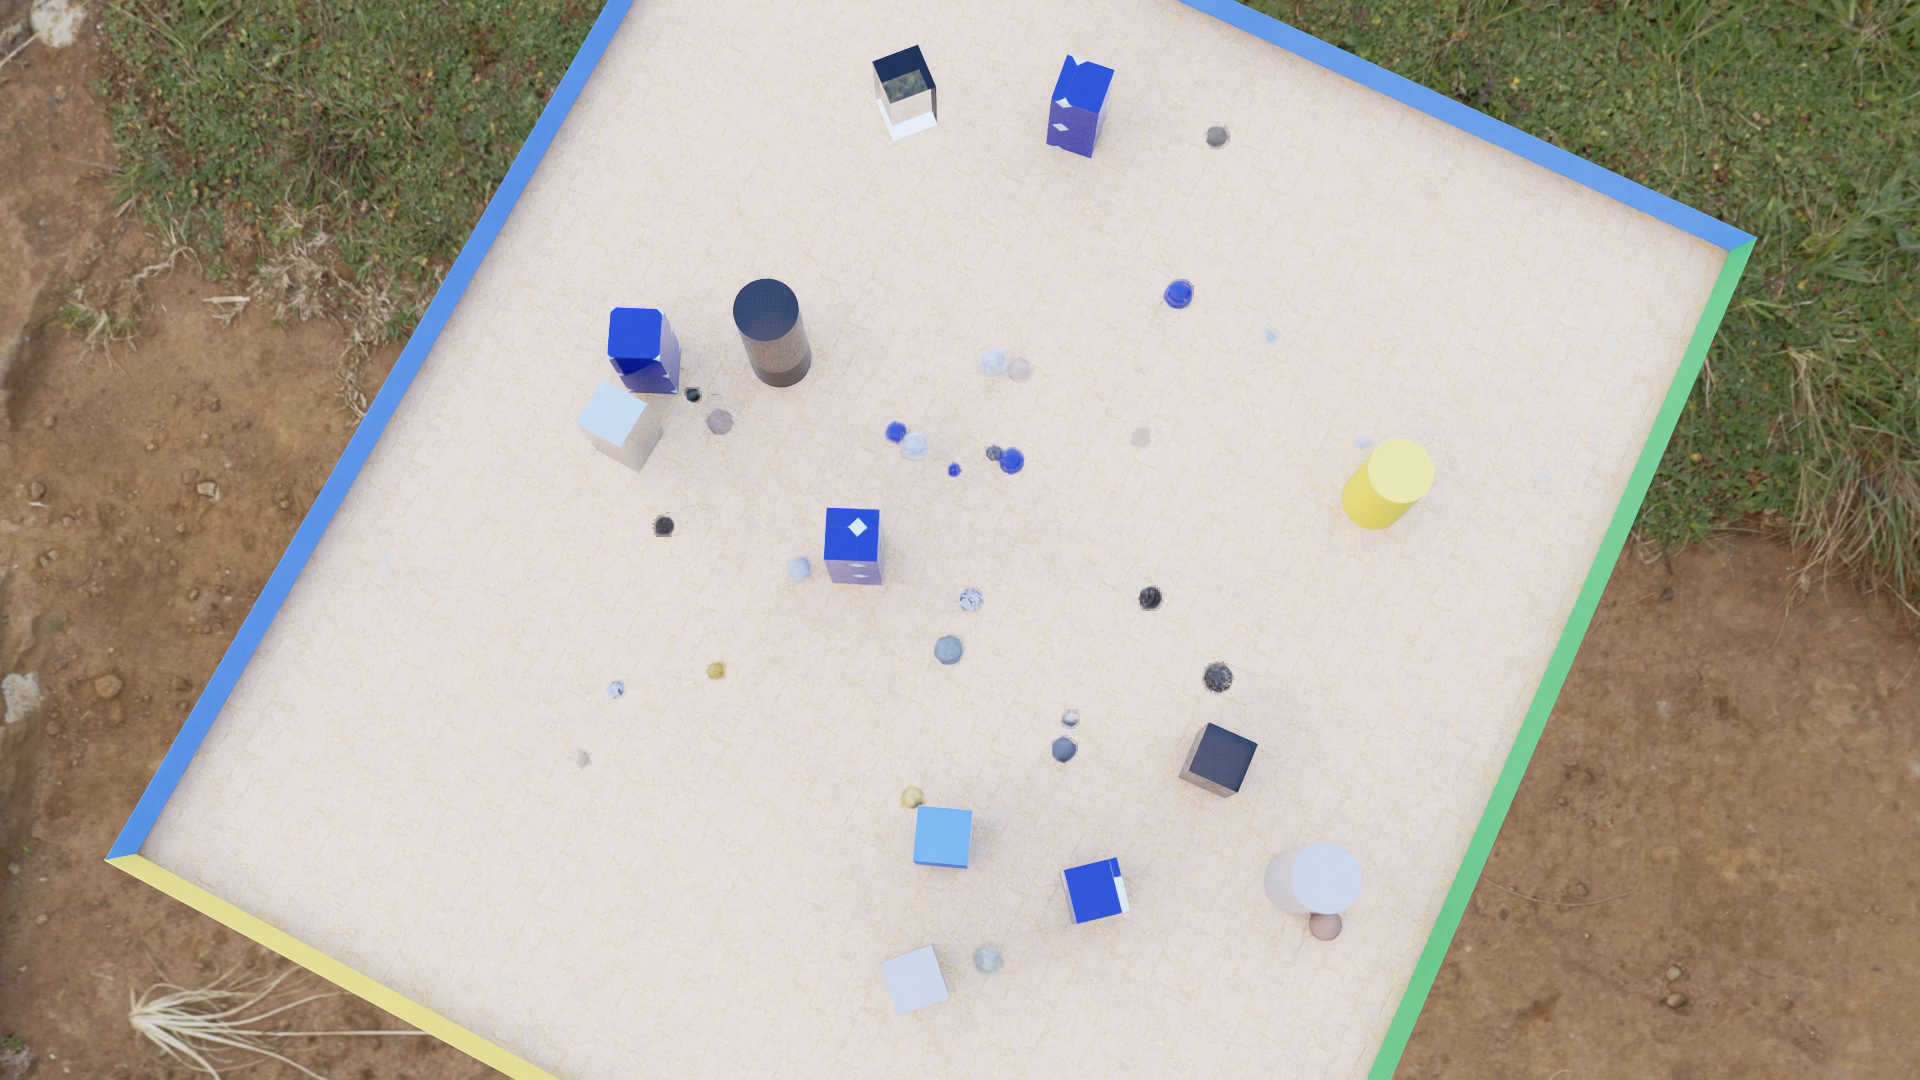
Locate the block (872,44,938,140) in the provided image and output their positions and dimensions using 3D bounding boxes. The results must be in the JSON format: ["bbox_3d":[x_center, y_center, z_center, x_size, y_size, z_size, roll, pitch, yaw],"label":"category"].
[{"bbox_3d":[-0.172,-1.405,5.768,0.152,0.272,0.152,-21,79,-4],"label":"block"}]

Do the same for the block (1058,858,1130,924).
[{"bbox_3d":[0.383,1.009,5.264,0.152,0.282,0.152,-13,79,-3],"label":"block"}]

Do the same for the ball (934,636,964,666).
[{"bbox_3d":[-0.035,0.331,5.503,0.089,0.089,0.089,0,78,0],"label":"ball"}]

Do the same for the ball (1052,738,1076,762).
[{"bbox_3d":[0.308,0.624,5.450,0.074,0.074,0.074,0,78,0],"label":"ball"}]

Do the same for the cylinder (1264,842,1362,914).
[{"bbox_3d":[0.993,0.962,5.184,0.191,0.458,0.191,0,78,0],"label":"cylinder"}]

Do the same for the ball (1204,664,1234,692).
[{"bbox_3d":[0.775,0.413,5.487,0.086,0.086,0.086,0,78,0],"label":"ball"}]

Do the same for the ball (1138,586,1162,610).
[{"bbox_3d":[0.575,0.176,5.545,0.068,0.068,0.068,0,78,0],"label":"ball"}]

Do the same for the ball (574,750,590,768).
[{"bbox_3d":[-1.124,0.652,5.457,0.048,0.048,0.048,0,78,0],"label":"ball"}]

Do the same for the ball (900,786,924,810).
[{"bbox_3d":[-0.140,0.763,5.423,0.070,0.070,0.070,0,78,0],"label":"ball"}]

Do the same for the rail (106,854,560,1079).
[{"bbox_3d":[-0.865,1.701,5.200,3.574,0.124,0.045,26,80,5],"label":"rail"}]

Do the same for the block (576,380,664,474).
[{"bbox_3d":[-1.021,-0.339,5.525,0.152,0.317,0.152,29,80,6],"label":"block"}]

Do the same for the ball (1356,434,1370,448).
[{"bbox_3d":[1.245,-0.304,5.659,0.041,0.041,0.041,0,78,0],"label":"ball"}]

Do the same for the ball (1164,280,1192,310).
[{"bbox_3d":[0.683,-0.767,5.729,0.090,0.090,0.090,0,78,0],"label":"ball"}]

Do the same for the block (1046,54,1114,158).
[{"bbox_3d":[0.373,-1.350,5.726,0.152,0.333,0.152,19,79,4],"label":"block"}]

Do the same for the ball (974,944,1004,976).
[{"bbox_3d":[0.084,1.219,5.320,0.087,0.087,0.087,0,78,0],"label":"ball"}]

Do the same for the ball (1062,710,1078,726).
[{"bbox_3d":[0.330,0.533,5.481,0.049,0.049,0.049,0,78,0],"label":"ball"}]

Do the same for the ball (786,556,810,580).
[{"bbox_3d":[-0.490,0.086,5.560,0.075,0.075,0.075,0,78,0],"label":"ball"}]

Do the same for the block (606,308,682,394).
[{"bbox_3d":[-0.952,-0.569,5.545,0.152,0.371,0.152,2,78,0],"label":"block"}]

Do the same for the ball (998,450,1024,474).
[{"bbox_3d":[0.158,-0.240,5.626,0.078,0.078,0.078,0,78,0],"label":"ball"}]

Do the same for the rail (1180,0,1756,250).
[{"bbox_3d":[0.865,-1.688,5.901,3.574,0.124,0.045,26,80,5],"label":"rail"}]

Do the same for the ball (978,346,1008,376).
[{"bbox_3d":[0.103,-0.553,5.683,0.093,0.093,0.093,0,78,0],"label":"ball"}]

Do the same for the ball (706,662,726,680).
[{"bbox_3d":[-0.734,0.394,5.507,0.055,0.055,0.055,0,78,0],"label":"ball"}]

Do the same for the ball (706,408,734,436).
[{"bbox_3d":[-0.740,-0.364,5.650,0.082,0.082,0.082,0,78,0],"label":"ball"}]

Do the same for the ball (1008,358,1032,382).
[{"bbox_3d":[0.186,-0.529,5.688,0.075,0.075,0.075,0,78,0],"label":"ball"}]

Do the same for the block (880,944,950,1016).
[{"bbox_3d":[-0.127,1.251,5.223,0.152,0.263,0.152,-19,79,-4],"label":"block"}]

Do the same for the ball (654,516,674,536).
[{"bbox_3d":[-0.901,-0.043,5.594,0.060,0.060,0.060,0,78,0],"label":"ball"}]

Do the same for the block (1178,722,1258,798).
[{"bbox_3d":[0.752,0.646,5.353,0.152,0.254,0.152,24,79,5],"label":"block"}]

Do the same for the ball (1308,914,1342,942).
[{"bbox_3d":[1.064,1.120,5.336,0.095,0.095,0.095,0,78,0],"label":"ball"}]

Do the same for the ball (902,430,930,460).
[{"bbox_3d":[-0.135,-0.291,5.631,0.090,0.090,0.090,0,78,0],"label":"ball"}]

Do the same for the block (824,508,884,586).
[{"bbox_3d":[-0.309,0.022,5.420,0.152,0.375,0.152,2,78,0],"label":"block"}]

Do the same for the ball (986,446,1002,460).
[{"bbox_3d":[0.105,-0.268,5.647,0.048,0.048,0.048,0,78,0],"label":"ball"}]

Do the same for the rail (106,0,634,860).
[{"bbox_3d":[-1.577,-0.766,5.711,0.045,0.124,3.916,26,80,5],"label":"rail"}]

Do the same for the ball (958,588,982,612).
[{"bbox_3d":[0.031,0.180,5.543,0.071,0.071,0.071,0,78,0],"label":"ball"}]

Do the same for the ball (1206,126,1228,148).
[{"bbox_3d":[0.819,-1.286,5.847,0.070,0.070,0.070,0,78,0],"label":"ball"}]

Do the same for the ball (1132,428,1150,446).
[{"bbox_3d":[0.559,-0.317,5.652,0.058,0.058,0.058,0,78,0],"label":"ball"}]

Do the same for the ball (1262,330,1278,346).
[{"bbox_3d":[0.969,-0.632,5.724,0.046,0.046,0.046,0,78,0],"label":"ball"}]

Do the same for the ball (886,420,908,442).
[{"bbox_3d":[-0.196,-0.334,5.652,0.066,0.066,0.066,0,78,0],"label":"ball"}]

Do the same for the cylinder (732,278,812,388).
[{"bbox_3d":[-0.559,-0.616,5.505,0.191,0.467,0.191,0,78,0],"label":"cylinder"}]

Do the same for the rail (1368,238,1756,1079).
[{"bbox_3d":[1.577,0.779,5.391,0.045,0.124,3.916,26,80,5],"label":"rail"}]

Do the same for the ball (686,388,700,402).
[{"bbox_3d":[-0.829,-0.448,5.686,0.045,0.045,0.045,0,78,0],"label":"ball"}]

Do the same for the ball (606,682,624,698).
[{"bbox_3d":[-1.033,0.449,5.497,0.051,0.051,0.051,0,78,0],"label":"ball"}]

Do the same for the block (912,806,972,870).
[{"bbox_3d":[-0.048,0.857,5.267,0.152,0.337,0.152,5,78,1],"label":"block"}]

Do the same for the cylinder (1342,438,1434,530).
[{"bbox_3d":[1.271,-0.162,5.461,0.191,0.370,0.191,0,78,0],"label":"cylinder"}]

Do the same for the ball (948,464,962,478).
[{"bbox_3d":[-0.017,-0.215,5.639,0.043,0.043,0.043,0,78,0],"label":"ball"}]
